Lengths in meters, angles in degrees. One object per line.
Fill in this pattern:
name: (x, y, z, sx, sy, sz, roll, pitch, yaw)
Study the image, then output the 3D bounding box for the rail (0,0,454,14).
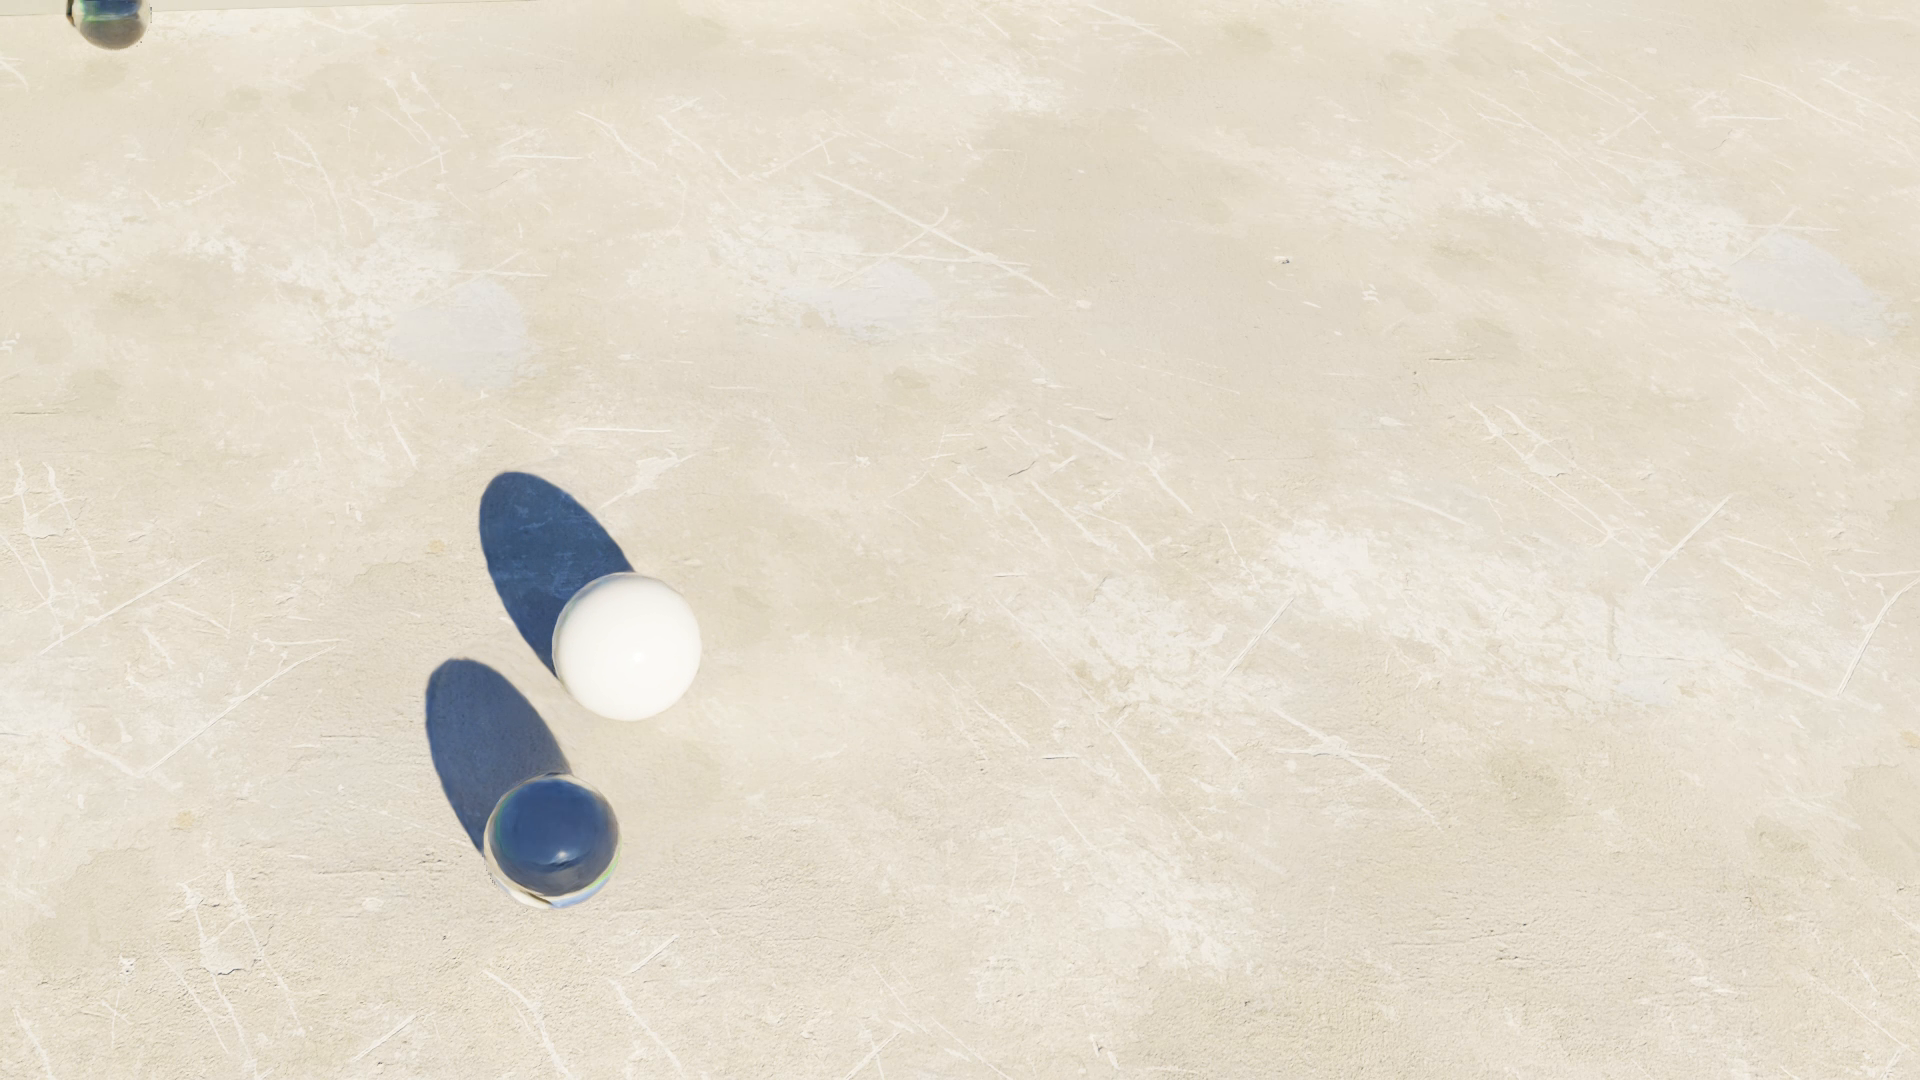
rail: (0.809, -0.577, 2.360, 3.496, 0.114, 0.045, -2, 36, -3)

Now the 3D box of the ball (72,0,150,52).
ball: (-0.742, -0.460, 2.244, 0.064, 0.064, 0.064, 0, 36, 0)

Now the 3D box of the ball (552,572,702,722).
ball: (-0.196, 0.063, 1.508, 0.088, 0.088, 0.088, 0, 36, 0)

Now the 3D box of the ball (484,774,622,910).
ball: (-0.219, 0.163, 1.383, 0.074, 0.074, 0.074, 0, 36, 0)
